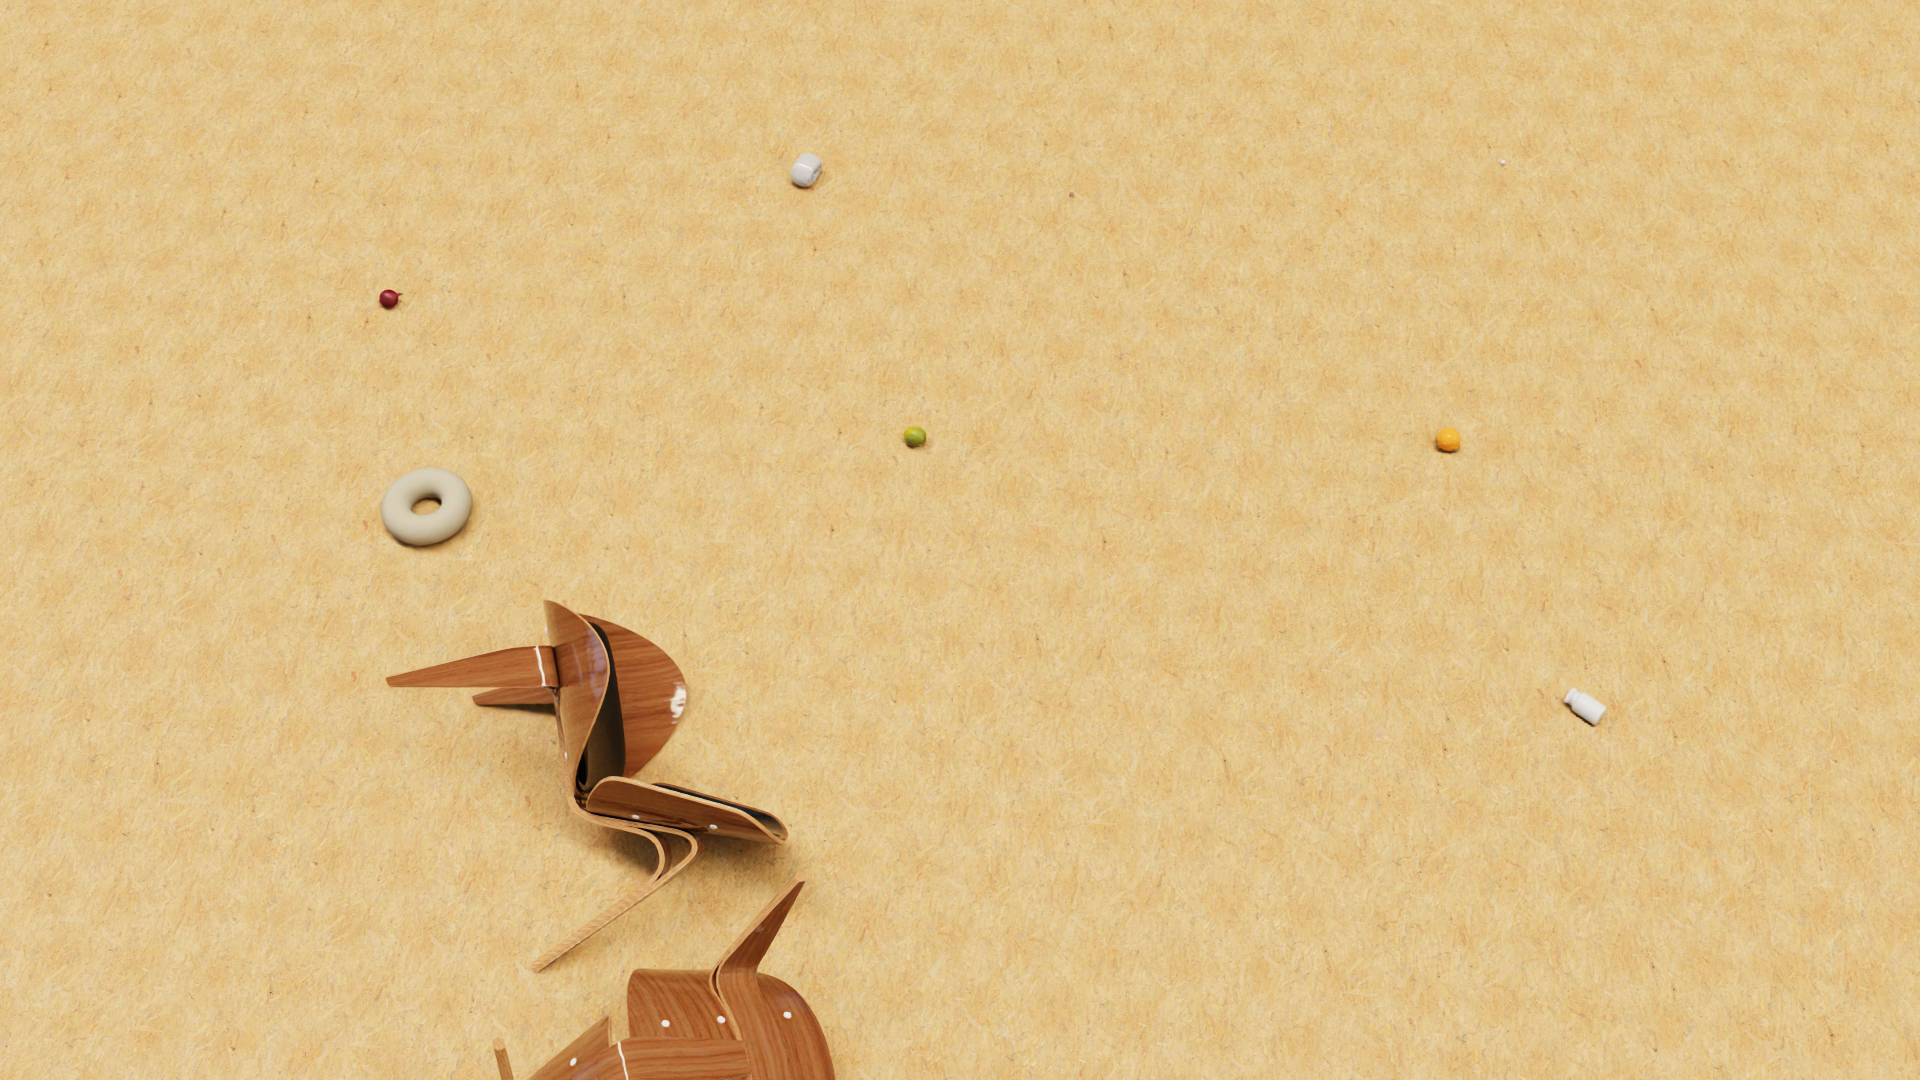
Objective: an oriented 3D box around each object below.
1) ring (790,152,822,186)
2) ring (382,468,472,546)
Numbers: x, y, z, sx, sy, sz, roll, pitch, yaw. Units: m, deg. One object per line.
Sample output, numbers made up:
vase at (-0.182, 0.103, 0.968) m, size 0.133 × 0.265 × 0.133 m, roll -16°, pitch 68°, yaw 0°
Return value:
ring at (-0.514, -1.239, 7.357) m, size 0.074 × 0.083 × 0.121 m, roll 27°, pitch 73°, yaw 11°
ring at (-1.597, -0.102, 6.588) m, size 0.272 × 0.092 × 0.264 m, roll -28°, pitch 60°, yaw -19°
